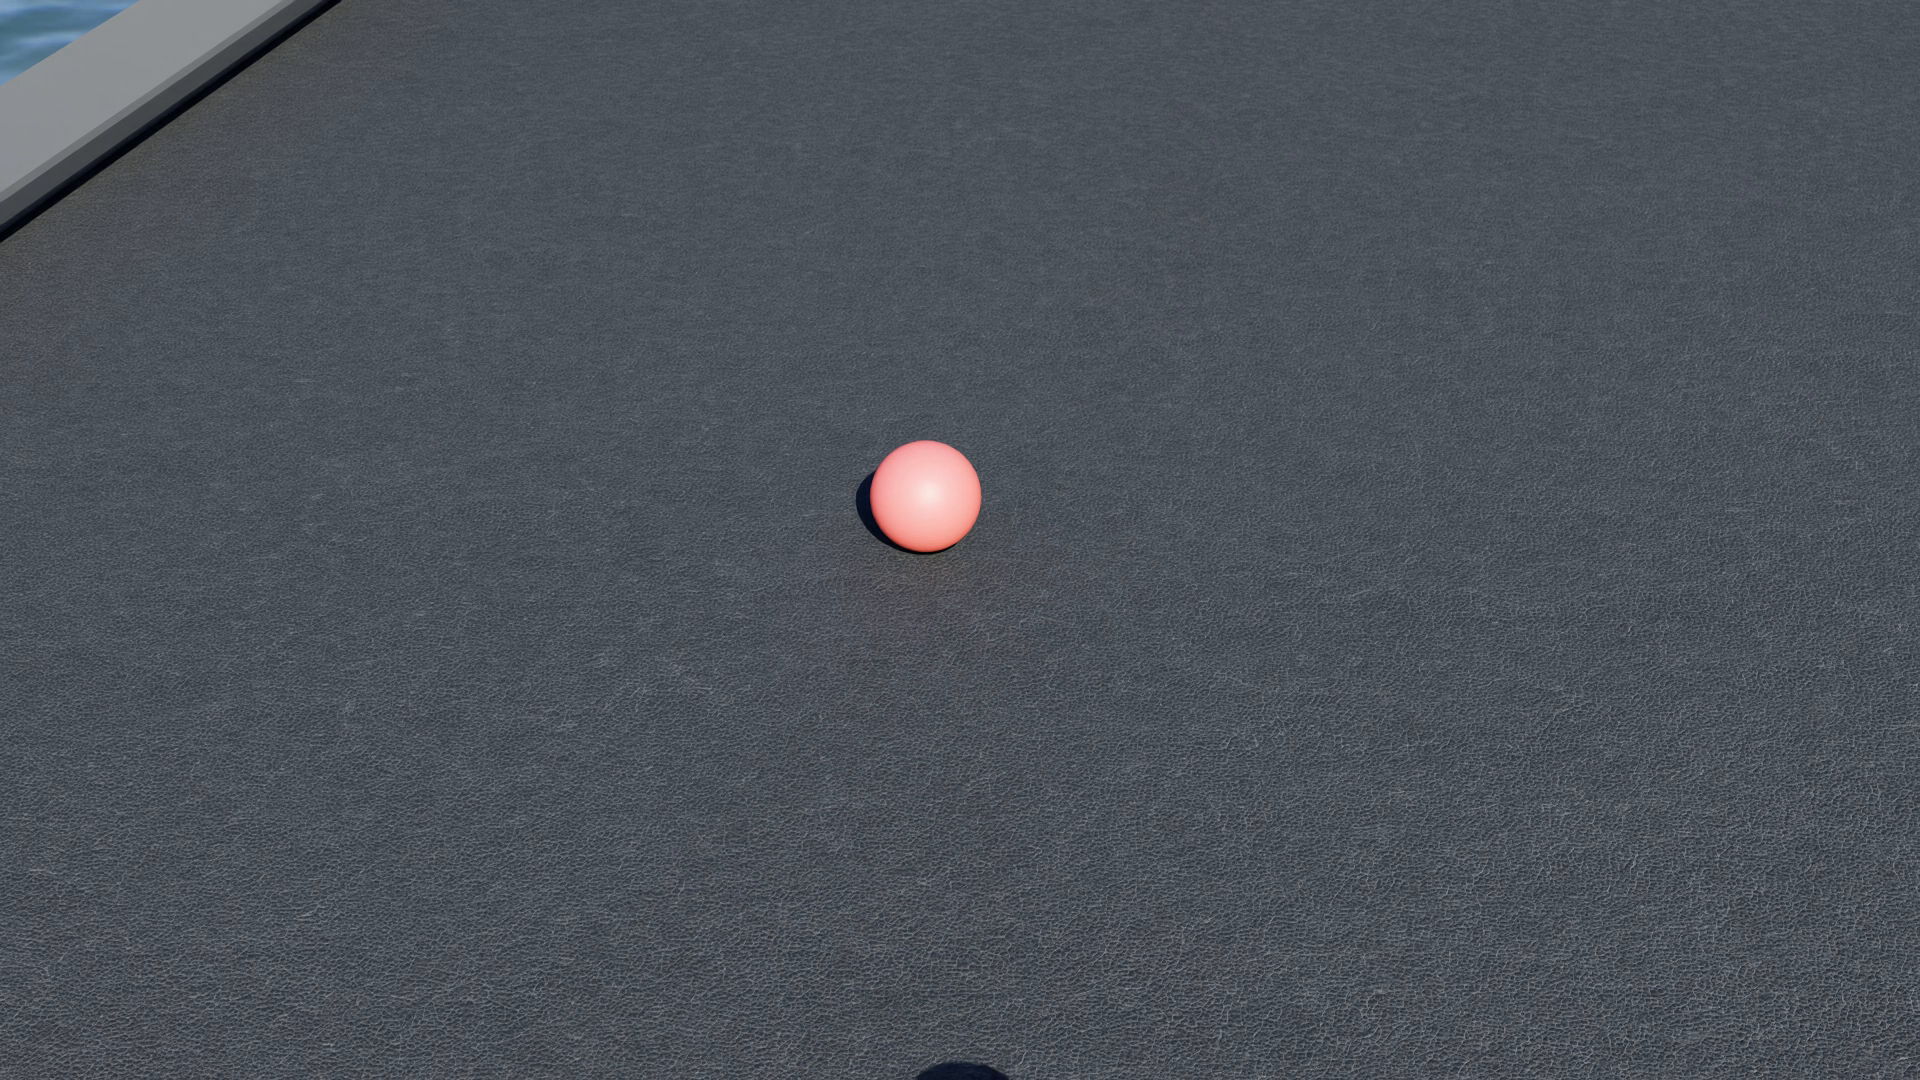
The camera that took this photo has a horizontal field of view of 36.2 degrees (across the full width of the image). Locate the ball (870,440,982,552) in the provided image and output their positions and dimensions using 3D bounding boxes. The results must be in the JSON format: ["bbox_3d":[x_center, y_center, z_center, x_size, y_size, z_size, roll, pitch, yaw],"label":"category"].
[{"bbox_3d":[-0.022,-0.028,1.859,0.071,0.071,0.071,0,27,0],"label":"ball"}]

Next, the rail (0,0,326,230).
[{"bbox_3d":[-0.685,-0.441,2.634,0.045,0.111,3.126,6,27,11],"label":"rail"}]
